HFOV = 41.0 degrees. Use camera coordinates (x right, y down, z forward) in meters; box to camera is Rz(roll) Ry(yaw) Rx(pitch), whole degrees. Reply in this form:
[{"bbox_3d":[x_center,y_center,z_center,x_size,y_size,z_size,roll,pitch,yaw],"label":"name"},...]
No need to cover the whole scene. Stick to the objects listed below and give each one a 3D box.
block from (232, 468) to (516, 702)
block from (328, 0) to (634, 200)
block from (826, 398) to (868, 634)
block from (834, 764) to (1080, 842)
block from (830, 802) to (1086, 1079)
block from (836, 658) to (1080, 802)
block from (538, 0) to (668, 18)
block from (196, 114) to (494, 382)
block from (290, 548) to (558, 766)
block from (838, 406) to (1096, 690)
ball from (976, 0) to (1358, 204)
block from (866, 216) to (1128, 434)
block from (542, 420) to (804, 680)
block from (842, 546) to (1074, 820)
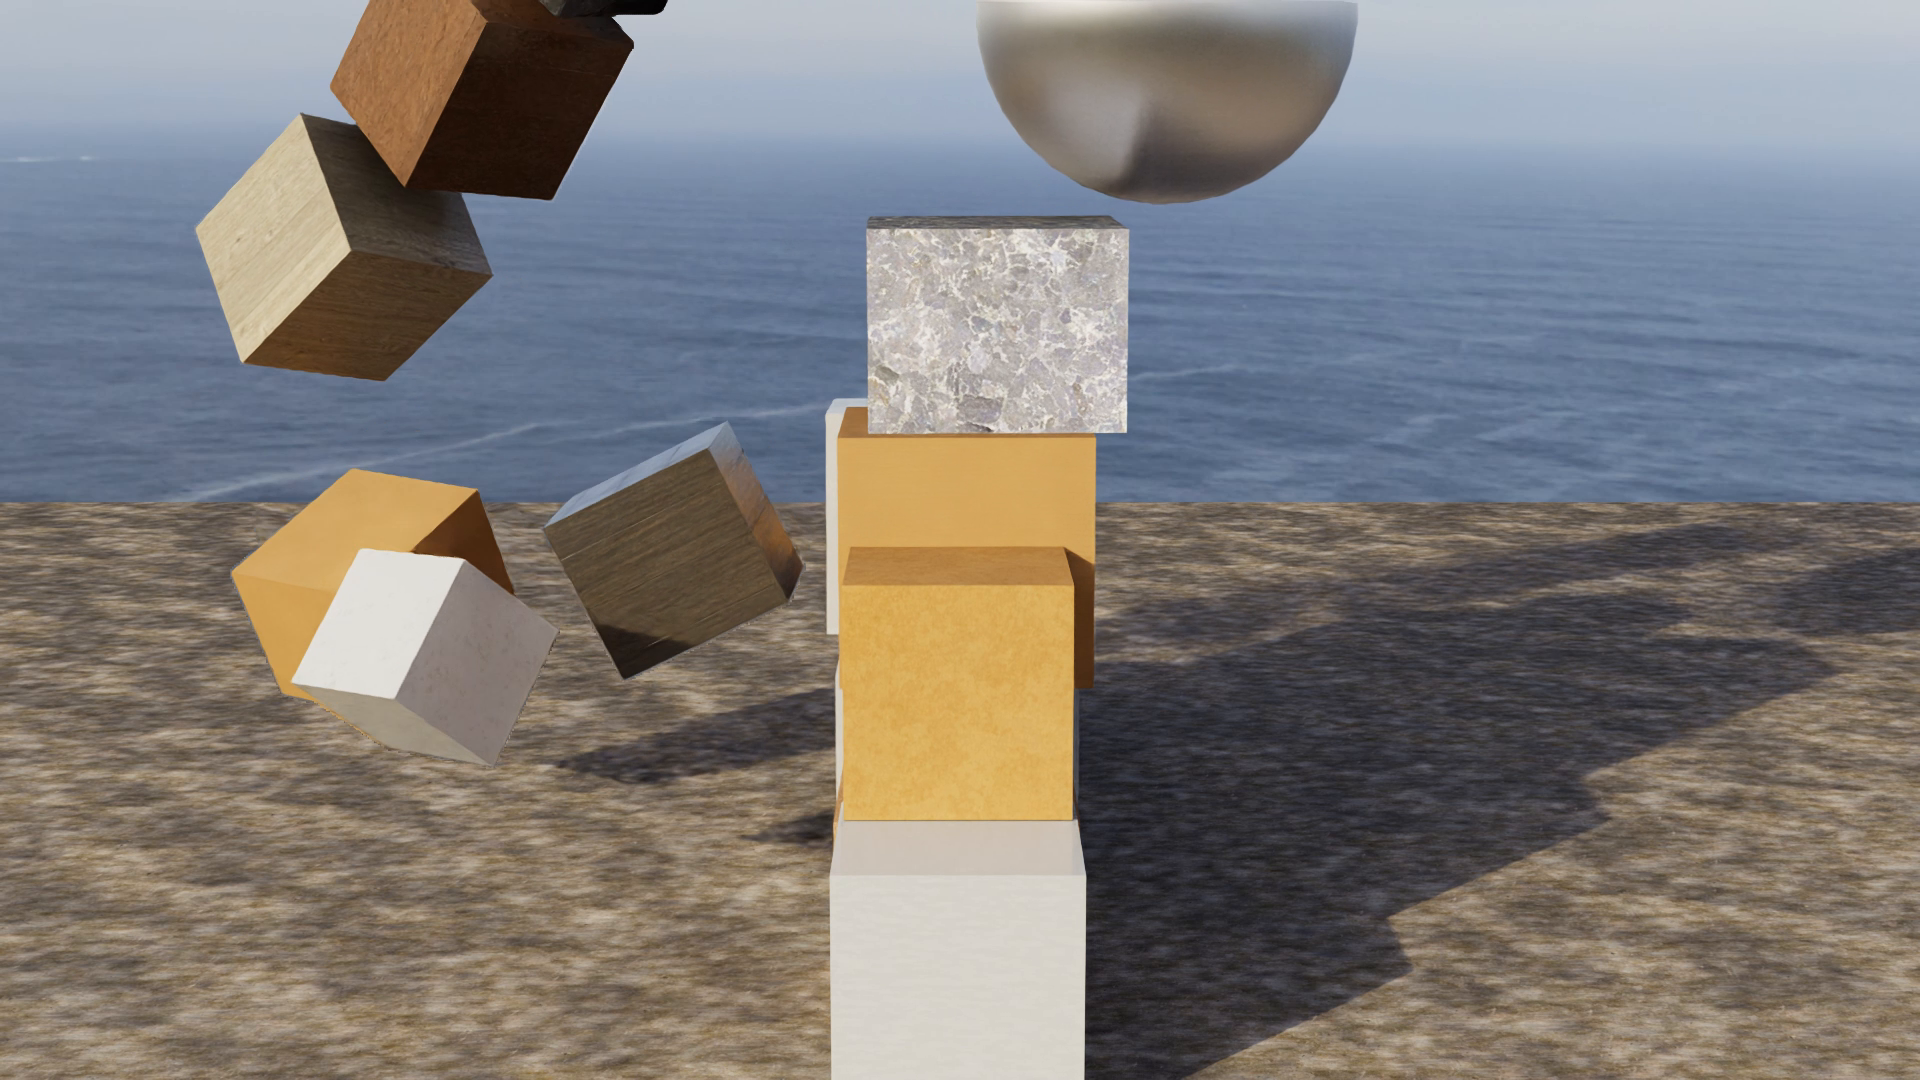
[{"bbox_3d":[-2.693,0.244,11.906,0.783,0.708,0.857,9,39,30],"label":"block"},{"bbox_3d":[-2.101,-2.082,11.258,0.810,0.860,0.718,-3,45,-49],"label":"block"},{"bbox_3d":[-0.108,-0.119,11.195,0.910,0.935,0.805,0,8,0],"label":"block"},{"bbox_3d":[-0.012,1.356,9.884,0.906,0.796,0.815,0,10,0],"label":"block"},{"bbox_3d":[-0.007,1.469,9.037,0.852,0.877,0.873,0,10,0],"label":"block"},{"bbox_3d":[-0.010,1.018,10.741,0.967,1.154,0.974,0,10,0],"label":"block"},{"bbox_3d":[-1.597,-2.786,11.013,0.757,0.753,0.706,42,30,17],"label":"block"},{"bbox_3d":[-2.789,-1.305,11.613,0.858,0.745,0.797,-38,-25,30],"label":"block"},{"bbox_3d":[-2.112,0.458,10.138,0.649,0.610,0.567,5,-27,40],"label":"block"},{"bbox_3d":[0.023,0.011,10.312,0.985,0.981,0.935,0,10,0],"label":"block"},{"bbox_3d":[0.865,-2.215,10.778,1.600,1.600,1.600,0,10,0],"label":"ball"},{"bbox_3d":[0.134,-0.880,10.282,0.997,0.783,0.929,0,10,-1],"label":"block"},{"bbox_3d":[-1.253,0.035,11.359,0.805,0.751,0.678,-26,10,7],"label":"block"},{"bbox_3d":[-0.009,0.512,9.494,0.816,0.850,0.839,0,9,0],"label":"block"}]
